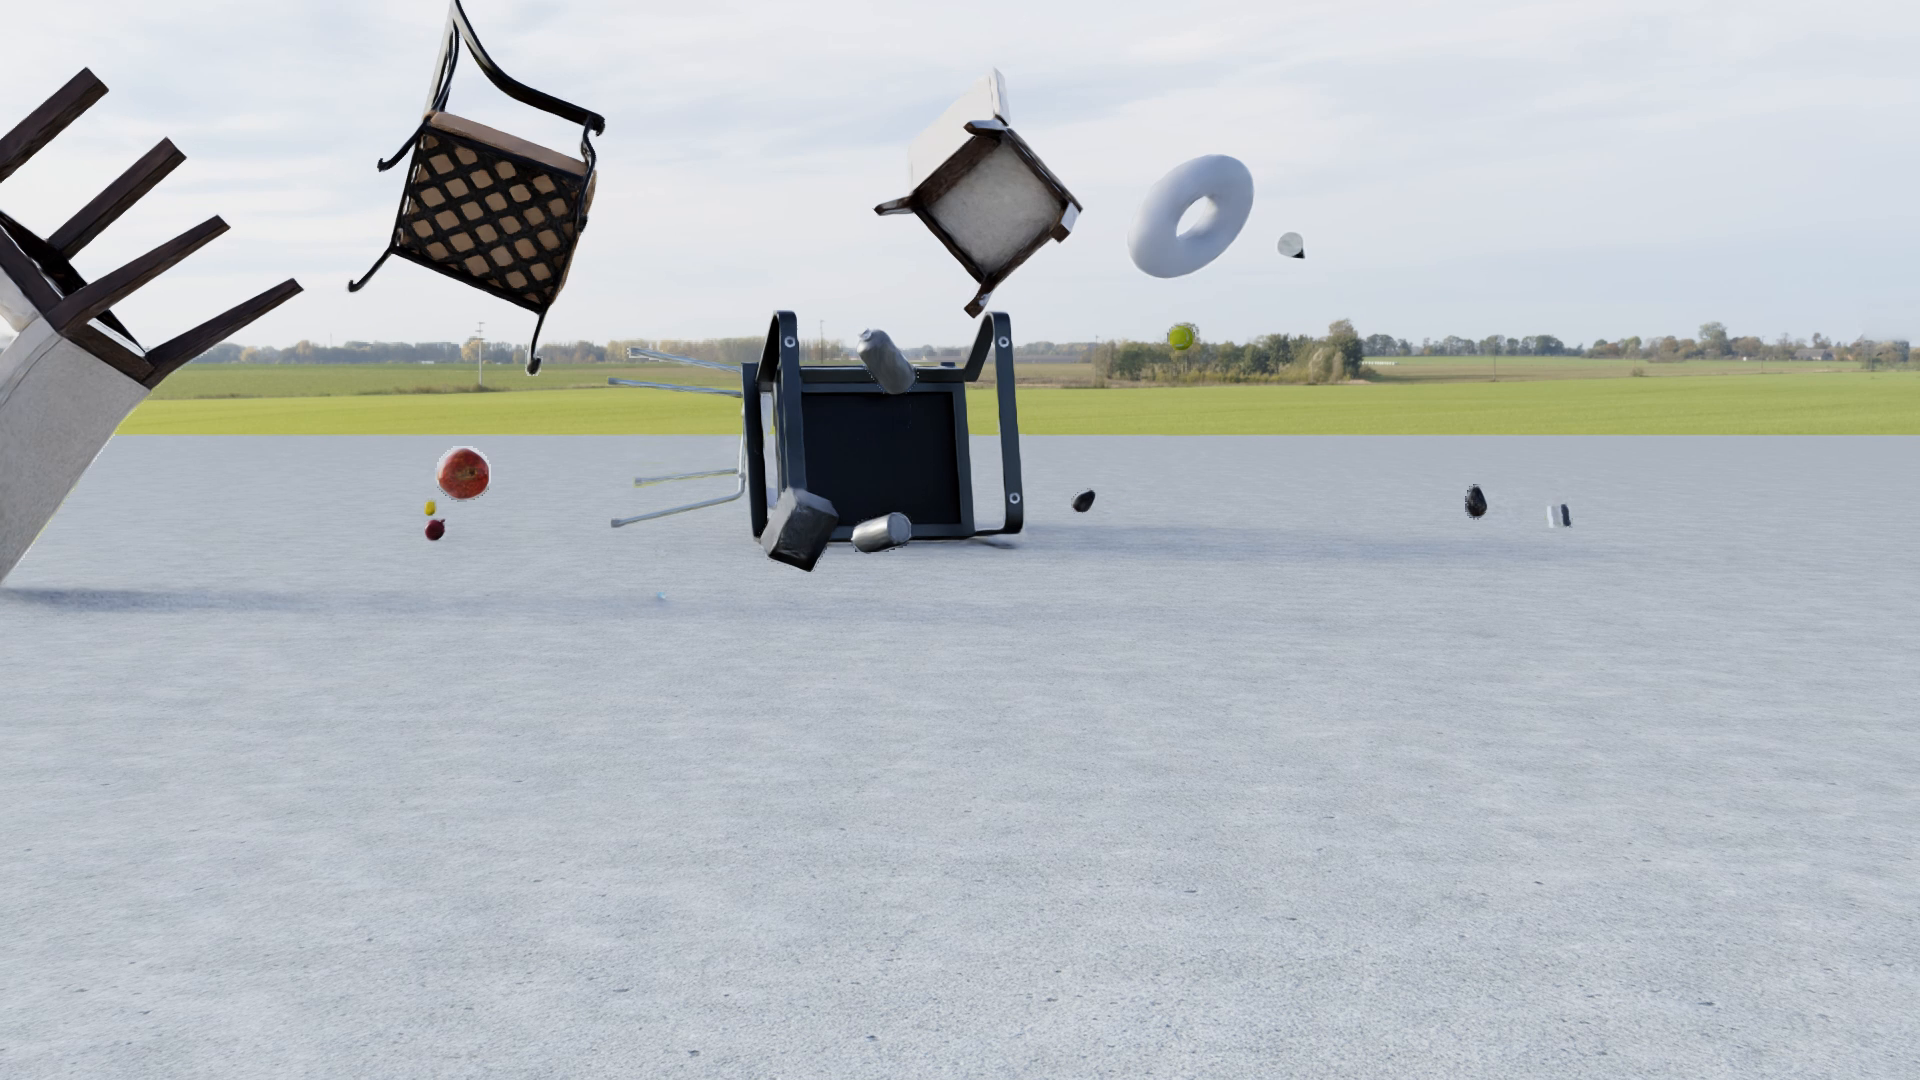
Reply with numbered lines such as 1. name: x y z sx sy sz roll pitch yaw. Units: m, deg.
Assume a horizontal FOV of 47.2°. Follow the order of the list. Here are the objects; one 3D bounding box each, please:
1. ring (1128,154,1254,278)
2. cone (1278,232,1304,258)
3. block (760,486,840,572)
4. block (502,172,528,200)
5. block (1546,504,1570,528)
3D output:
1. ring: 0.665 -0.930 6.317 0.448 0.312 0.129 -38 40 -16
2. cone: 0.761 -0.651 4.958 0.049 0.060 0.142 39 11 -21
3. block: -0.389 -0.028 5.330 0.118 0.157 0.098 20 19 -28
4. block: -1.373 -1.092 6.786 0.039 0.065 0.072 -41 11 -26
5. block: 1.919 -0.077 7.053 0.037 0.071 0.067 -8 -2 -17
